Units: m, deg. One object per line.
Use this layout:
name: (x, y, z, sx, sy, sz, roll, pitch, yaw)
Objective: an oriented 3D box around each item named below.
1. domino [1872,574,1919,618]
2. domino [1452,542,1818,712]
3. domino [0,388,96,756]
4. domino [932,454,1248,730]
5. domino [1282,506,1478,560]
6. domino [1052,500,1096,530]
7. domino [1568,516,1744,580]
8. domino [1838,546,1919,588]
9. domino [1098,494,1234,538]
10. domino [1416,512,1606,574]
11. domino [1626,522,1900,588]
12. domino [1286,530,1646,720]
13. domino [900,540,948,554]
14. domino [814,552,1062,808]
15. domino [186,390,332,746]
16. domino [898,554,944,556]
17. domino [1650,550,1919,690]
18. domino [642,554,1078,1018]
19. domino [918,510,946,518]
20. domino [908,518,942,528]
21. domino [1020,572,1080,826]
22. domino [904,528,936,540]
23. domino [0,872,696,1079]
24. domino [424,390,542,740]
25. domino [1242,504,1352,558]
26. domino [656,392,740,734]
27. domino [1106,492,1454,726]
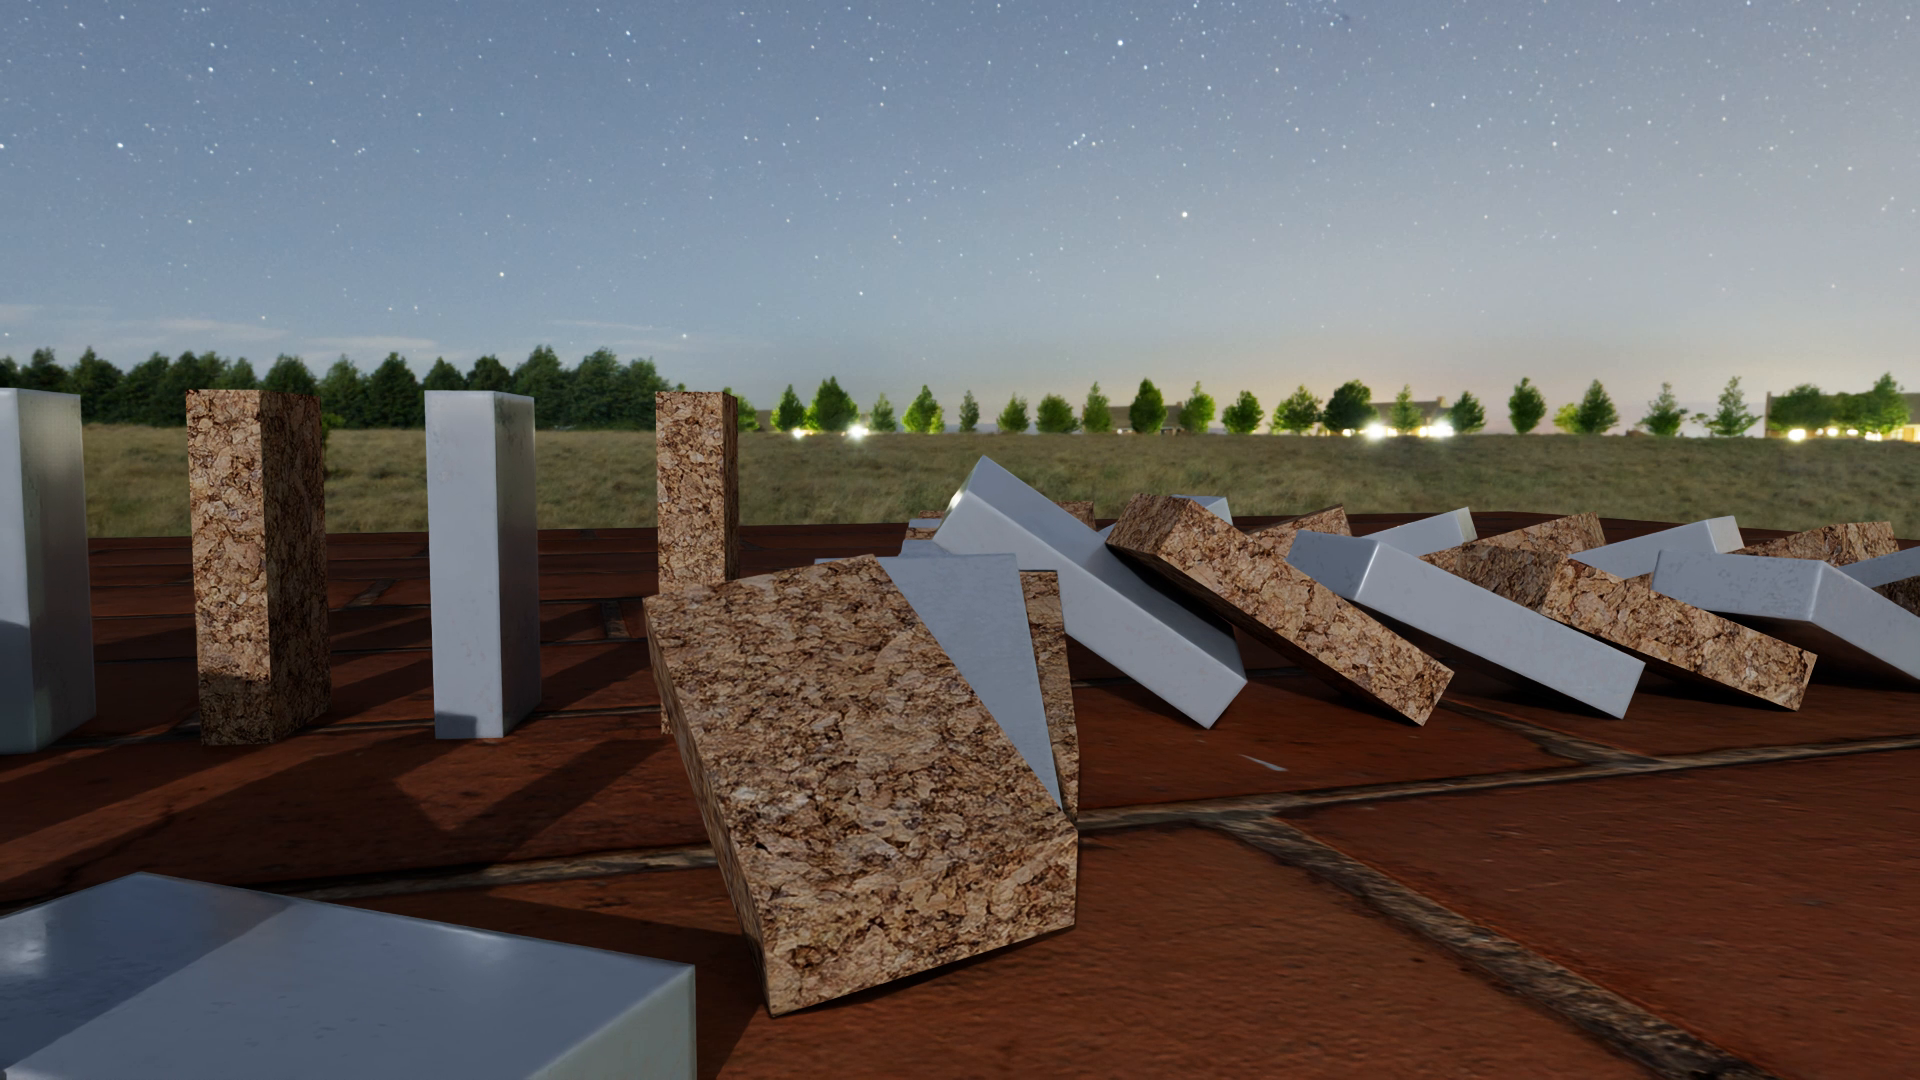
domino: (0.179, 0.014, 0.234, 0.025, 0.010, 0.050, 0, -12, 4)
domino: (0.109, 0.014, 0.211, 0.050, 0.009, 0.025, 19, 0, -13)
domino: (-0.136, 0.004, 0.185, 0.010, 0.050, 0.025, -1, 5, -18)
domino: (0.020, 0.007, 0.200, 0.050, 0.009, 0.025, 34, 17, -4)
domino: (0.120, 0.003, 0.368, 0.050, 0.010, 0.025, -18, -5, 29)
domino: (0.022, 0.001, 0.386, 0.025, 0.009, 0.050, 2, 23, 20)
domino: (0.167, 0.006, 0.325, 0.025, 0.010, 0.050, -4, -12, -46)
domino: (0.192, 0.010, 0.267, 0.025, 0.009, 0.050, -2, -15, -22)
domino: (0.058, 0.000, 0.399, 0.050, 0.009, 0.025, -25, 16, -27)
domino: (0.145, 0.004, 0.348, 0.050, 0.010, 0.025, -20, -9, 38)
domino: (0.182, 0.008, 0.295, 0.025, 0.009, 0.050, -2, -15, -32)
domino: (0.079, 0.013, 0.205, 0.050, 0.009, 0.025, 23, -1, -13)
domino: (0.001, 0.014, 0.229, 0.025, 0.010, 0.050, 0, 21, 2)
domino: (-0.004, 0.018, 0.140, 0.025, 0.009, 0.050, -2, 27, -2)
domino: (-0.104, 0.003, 0.192, 0.010, 0.050, 0.025, -1, 4, -8)
domino: (0.002, 0.016, 0.197, 0.025, 0.010, 0.050, 0, 21, 1)
domino: (0.142, 0.014, 0.216, 0.050, 0.009, 0.025, 19, -6, -31)
domino: (-0.012, 0.018, 0.118, 0.025, 0.009, 0.050, -11, 29, -19)
domino: (0.000, 0.006, 0.325, 0.025, 0.009, 0.050, 0, 22, 3)
domino: (-0.001, 0.009, 0.293, 0.025, 0.009, 0.050, 0, 22, 2)
domino: (0.001, 0.018, 0.165, 0.025, 0.009, 0.050, 0, 22, 1)
domino: (0.000, 0.011, 0.261, 0.025, 0.010, 0.050, 0, 22, 2)
domino: (-0.045, 0.032, 0.079, 0.050, 0.009, 0.025, 2, 5, 21)
domino: (-0.072, 0.003, 0.196, 0.010, 0.050, 0.025, 0, 4, -6)
domino: (0.091, 0.001, 0.384, 0.050, 0.009, 0.025, -18, -1, 17)
domino: (-0.040, 0.003, 0.199, 0.010, 0.050, 0.025, 0, 4, -5)
domino: (0.049, 0.010, 0.201, 0.050, 0.010, 0.025, 32, -2, -12)
